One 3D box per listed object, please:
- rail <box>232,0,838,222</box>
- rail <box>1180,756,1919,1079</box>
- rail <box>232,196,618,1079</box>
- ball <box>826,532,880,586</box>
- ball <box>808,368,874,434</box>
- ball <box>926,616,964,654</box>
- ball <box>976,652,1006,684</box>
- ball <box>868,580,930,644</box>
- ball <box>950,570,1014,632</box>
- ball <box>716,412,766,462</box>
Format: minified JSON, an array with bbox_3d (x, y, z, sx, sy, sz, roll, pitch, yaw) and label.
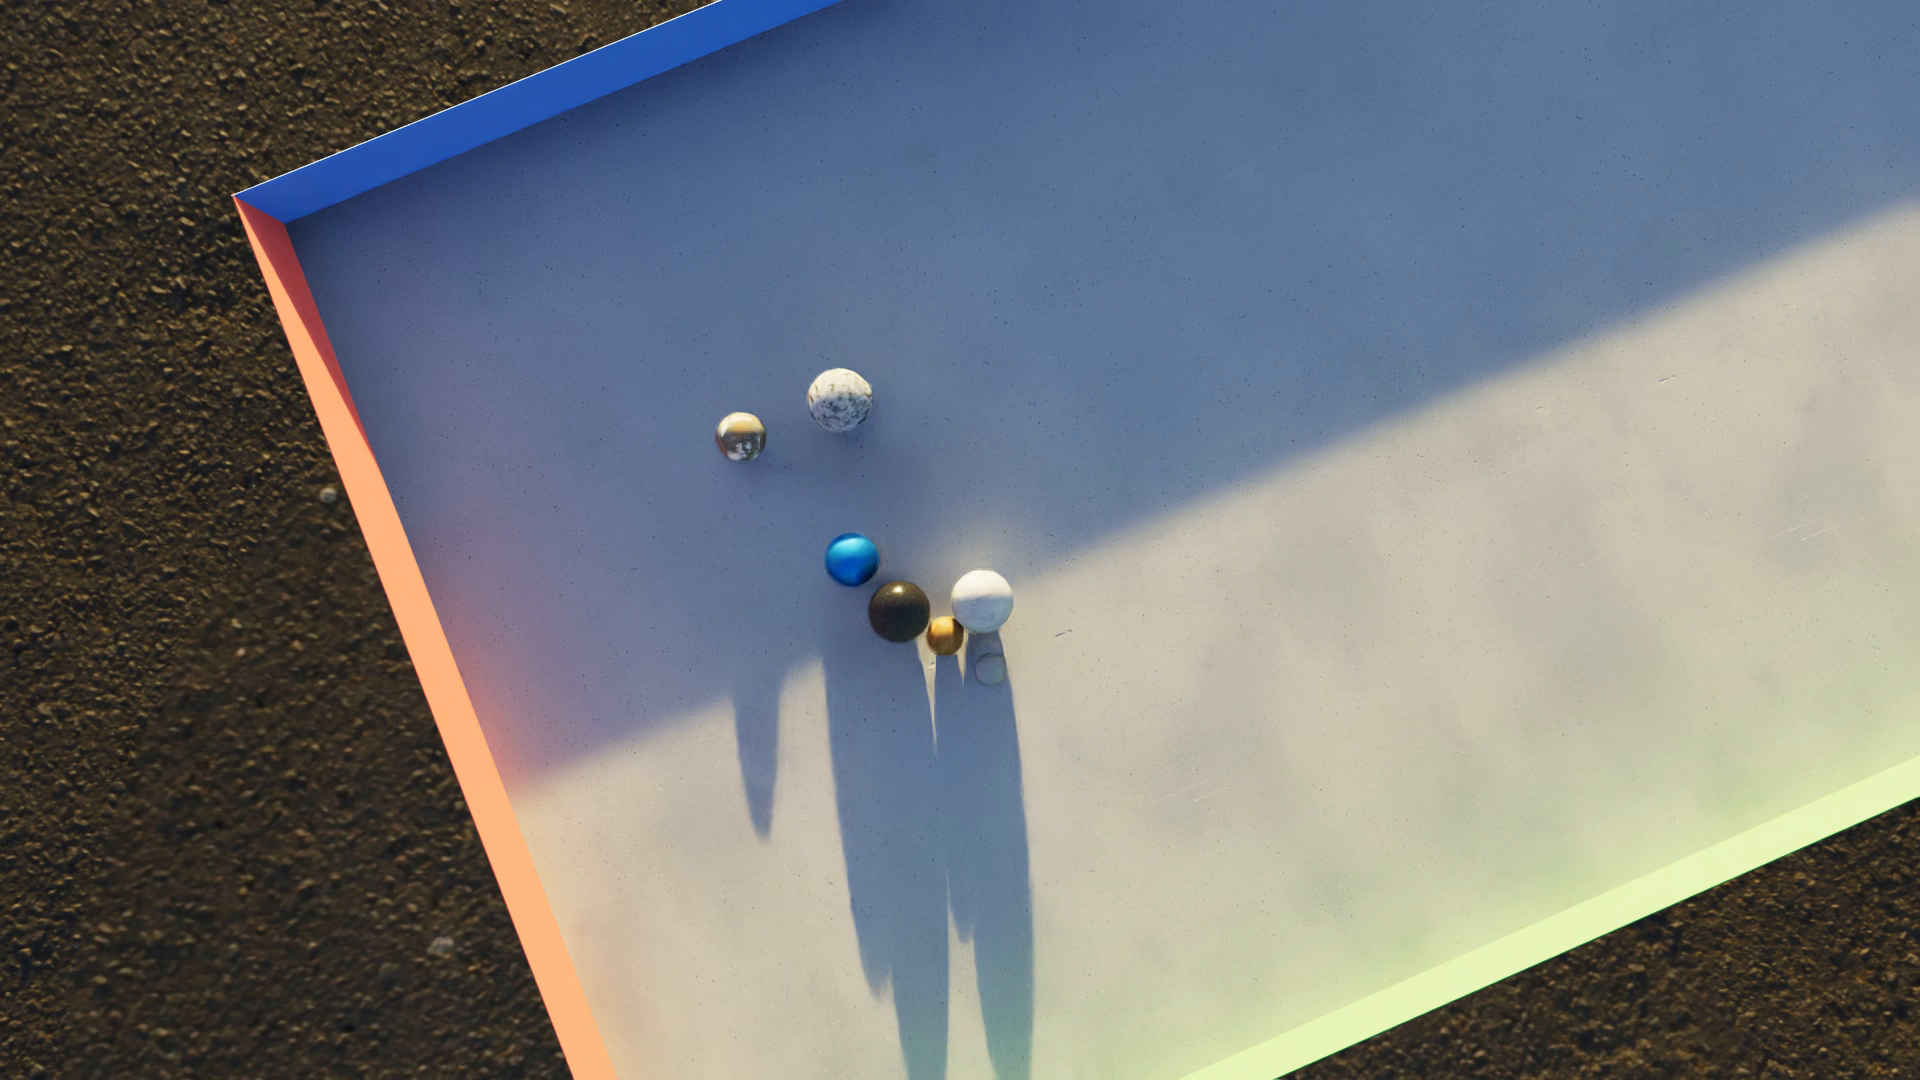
[{"bbox_3d":[0.399,-1.096,3.414,3.195,0.127,0.045,-23,82,-3],"label":"rail"},{"bbox_3d":[1.071,0.472,3.170,3.195,0.127,0.045,-23,82,-3],"label":"rail"},{"bbox_3d":[-0.714,0.294,3.197,0.045,0.127,1.770,-23,82,-3],"label":"rail"},{"bbox_3d":[-0.159,0.029,3.263,0.080,0.080,0.080,0,81,0],"label":"ball"},{"bbox_3d":[-0.179,-0.208,3.291,0.097,0.097,0.097,0,81,0],"label":"ball"},{"bbox_3d":[-0.021,0.141,3.258,0.057,0.057,0.057,0,81,0],"label":"ball"},{"bbox_3d":[0.046,0.190,3.255,0.046,0.046,0.046,0,81,0],"label":"ball"},{"bbox_3d":[-0.089,0.106,3.245,0.093,0.093,0.093,0,81,0],"label":"ball"},{"bbox_3d":[0.033,0.090,3.247,0.093,0.093,0.093,0,81,0],"label":"ball"},{"bbox_3d":[-0.328,-0.155,3.295,0.074,0.074,0.074,0,81,0],"label":"ball"}]
